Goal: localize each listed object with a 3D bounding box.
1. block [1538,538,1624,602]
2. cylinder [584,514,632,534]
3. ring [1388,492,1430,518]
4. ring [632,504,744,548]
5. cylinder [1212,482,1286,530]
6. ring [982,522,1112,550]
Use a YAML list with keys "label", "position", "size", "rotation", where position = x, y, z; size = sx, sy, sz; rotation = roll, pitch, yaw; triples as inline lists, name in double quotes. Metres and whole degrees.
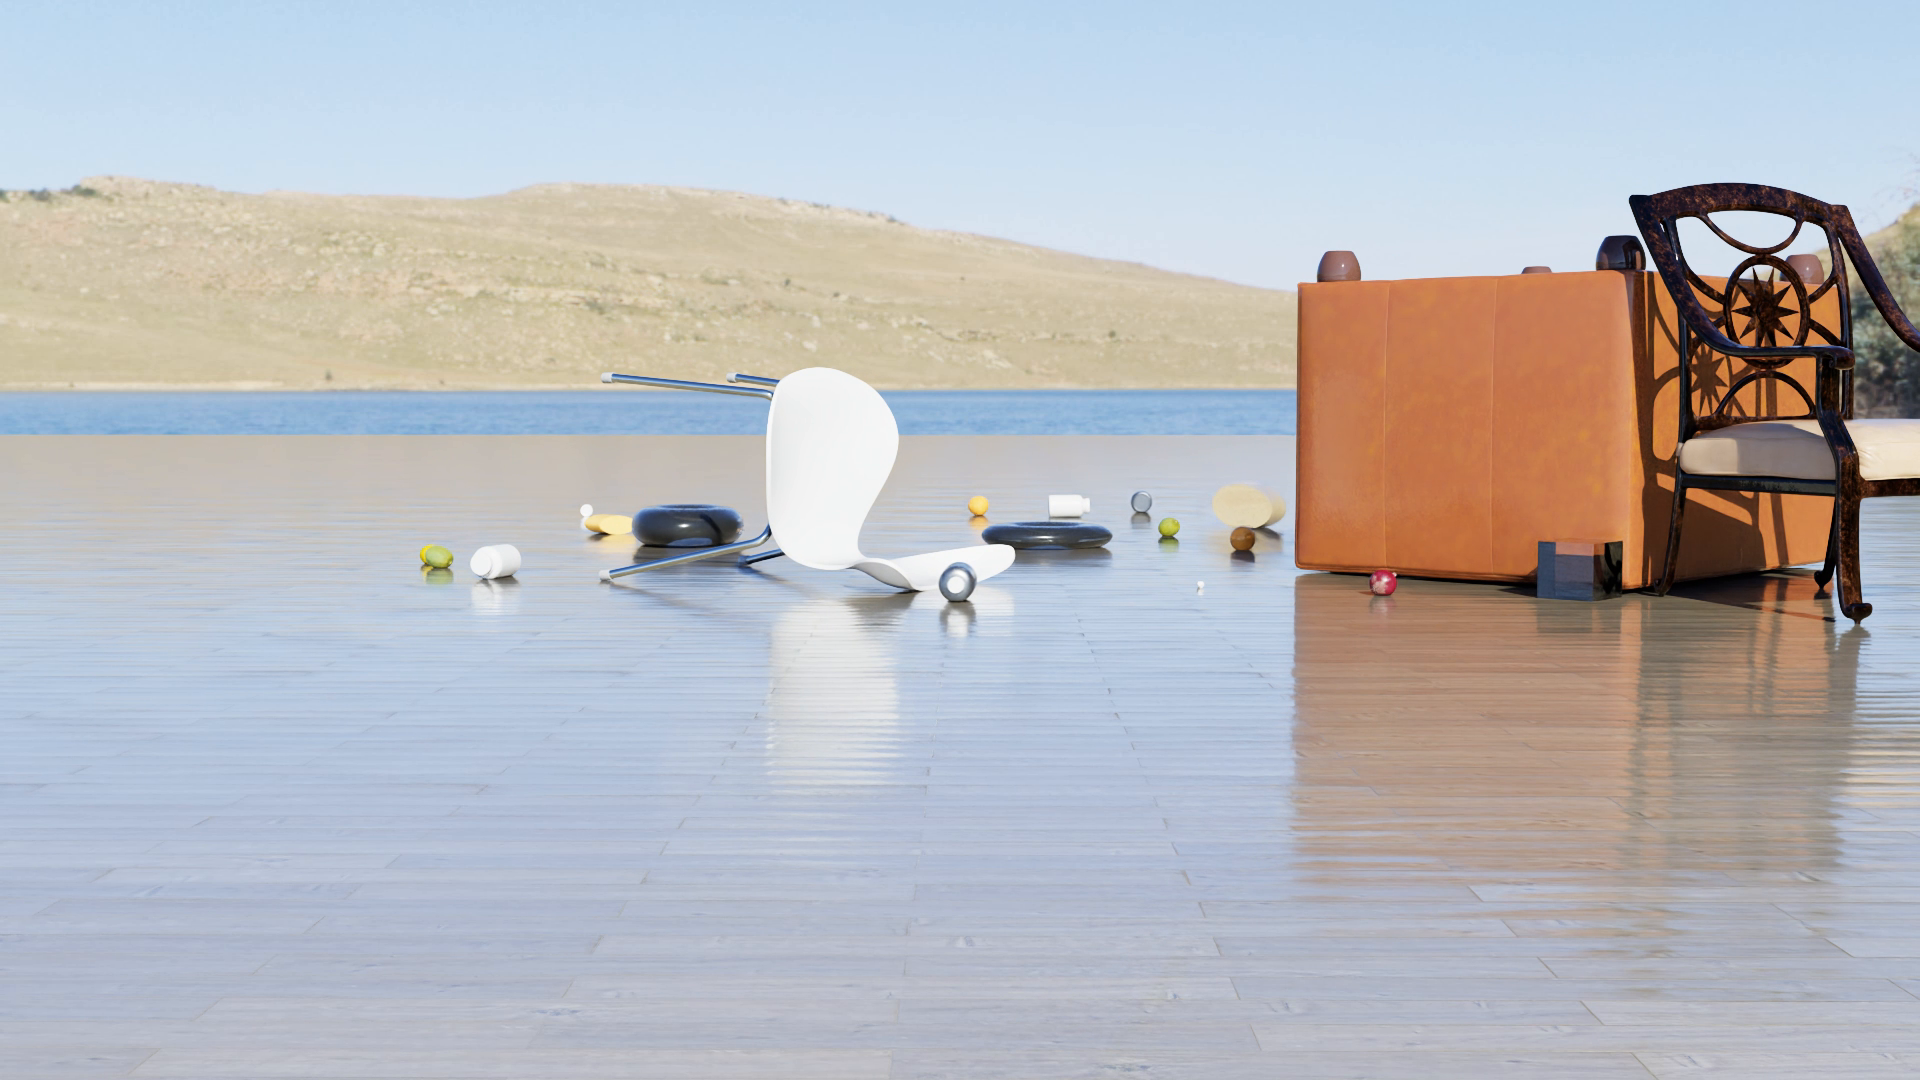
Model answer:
- label: "block"
  position: [1.335, 0.063, 4.735]
  size: [0.128, 0.122, 0.141]
  rotation: [3, 5, 41]
- label: "cylinder"
  position: [-1.086, -0.049, 6.830]
  size: [0.130, 0.058, 0.092]
  rotation: [0, 3, -40]
- label: "ring"
  position: [1.559, -0.120, 7.636]
  size: [0.150, 0.094, 0.078]
  rotation: [-15, 15, -13]
- label: "ring"
  position: [-0.792, -0.044, 6.401]
  size: [0.324, 0.109, 0.506]
  rotation: [1, 3, -1]
- label: "cylinder"
  position: [0.935, -0.111, 7.111]
  size: [0.205, 0.143, 0.144]
  rotation: [12, 9, 26]
- label: "ring"
  position: [0.248, -0.013, 6.263]
  size: [0.389, 0.066, 0.314]
  rotation: [-1, 5, -24]
